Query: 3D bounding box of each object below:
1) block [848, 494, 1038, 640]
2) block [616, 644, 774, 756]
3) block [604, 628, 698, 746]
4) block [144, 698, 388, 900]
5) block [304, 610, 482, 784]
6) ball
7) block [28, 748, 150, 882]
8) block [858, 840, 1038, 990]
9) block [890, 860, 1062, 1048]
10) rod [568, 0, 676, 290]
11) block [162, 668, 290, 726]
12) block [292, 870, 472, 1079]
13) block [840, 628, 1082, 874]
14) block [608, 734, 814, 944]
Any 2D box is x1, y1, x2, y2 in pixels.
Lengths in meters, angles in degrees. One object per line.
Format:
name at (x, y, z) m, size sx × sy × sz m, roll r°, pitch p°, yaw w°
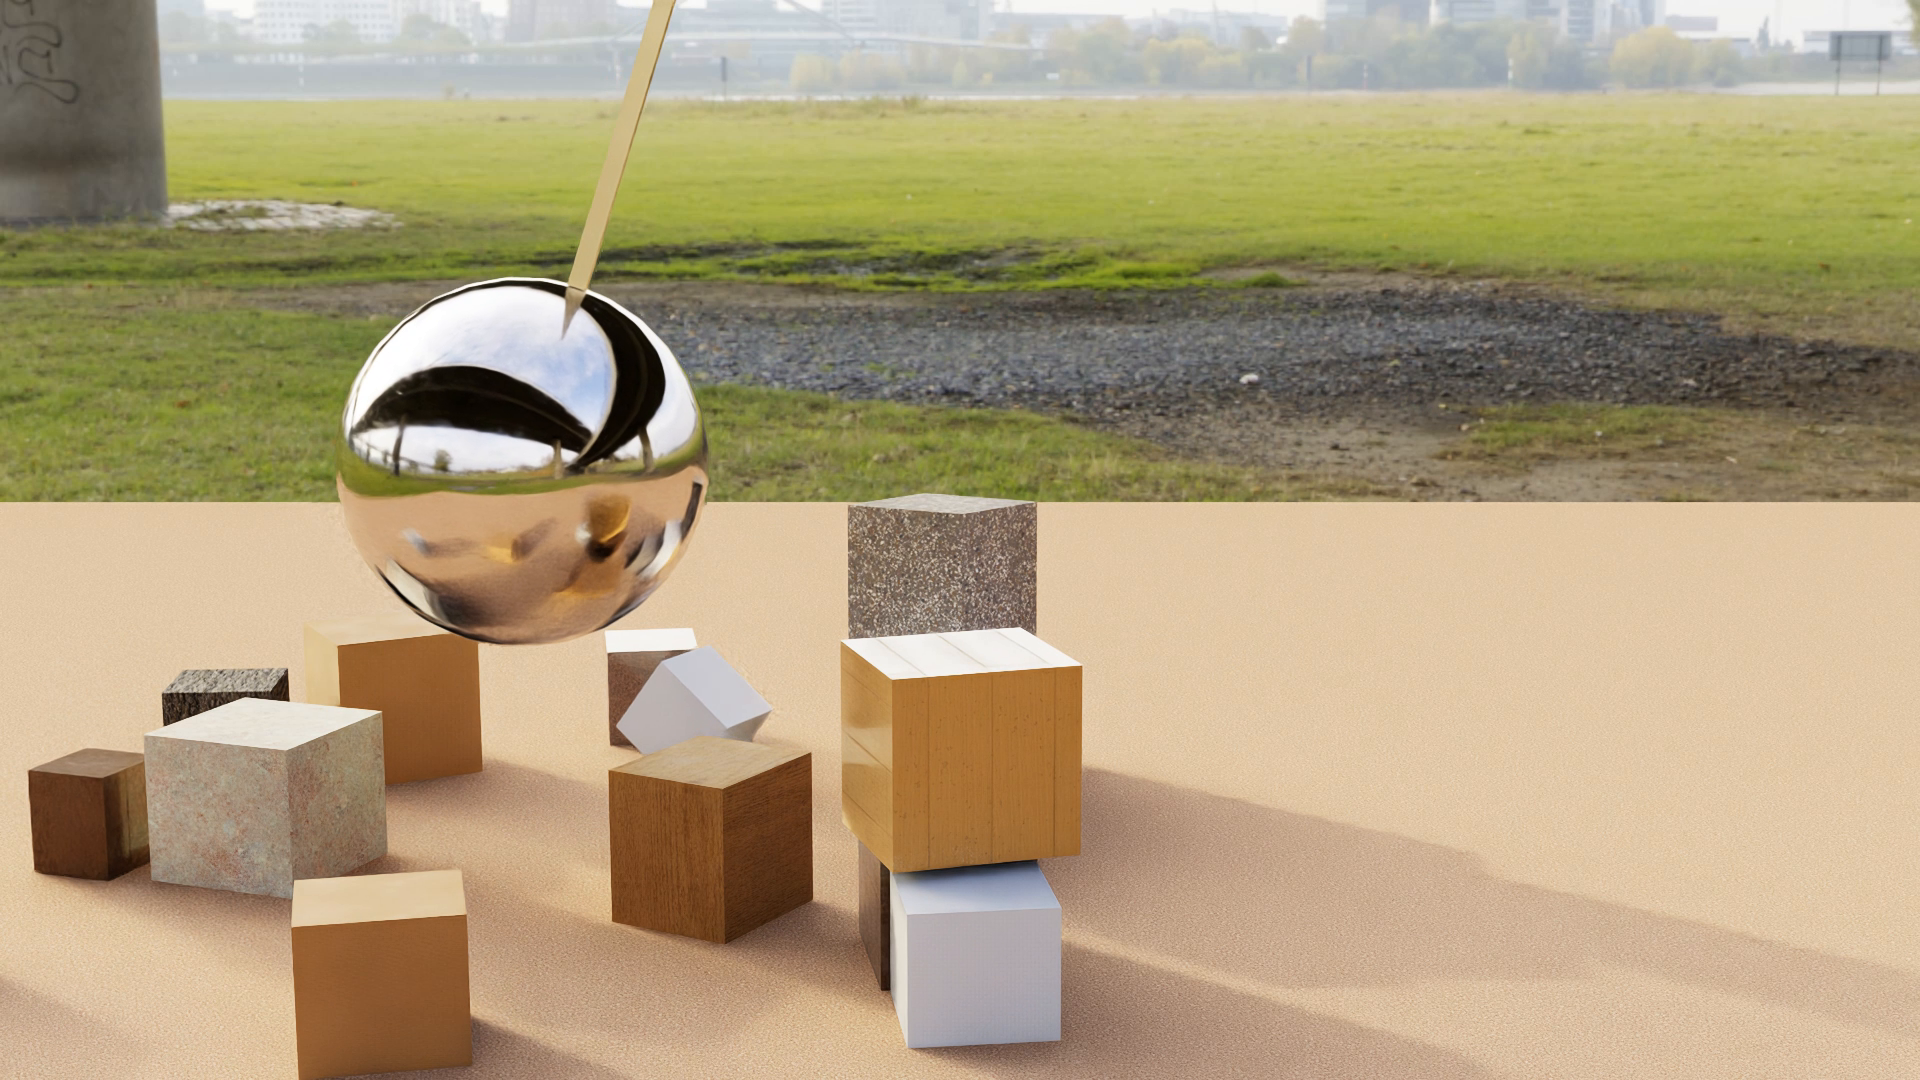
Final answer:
block at (-0.086, 0.165, 12.862) m, size 0.694 × 0.702 × 0.659 m, roll 5°, pitch 9°, yaw 35°
block at (-1.326, 0.890, 12.836) m, size 0.478 × 0.460 × 0.427 m, roll 44°, pitch 26°, yaw 15°
block at (-1.661, 0.786, 13.824) m, size 0.475 × 0.508 × 0.527 m, roll -2°, pitch 10°, yaw -9°
block at (-3.089, 1.138, 11.457) m, size 0.742 × 0.662 × 0.725 m, roll 4°, pitch 11°, yaw 20°
block at (-2.897, 0.800, 13.100) m, size 0.715 × 0.738 × 0.627 m, roll -6°, pitch 12°, yaw -29°
ball at (-1.889, -0.337, 11.119) m, size 1.600 × 1.600 × 1.600 m, roll 0°, pitch 10°, yaw 0°
block at (-3.867, 1.226, 11.505) m, size 0.397 × 0.472 × 0.409 m, roll 4°, pitch 11°, yaw 19°
block at (-0.060, 1.401, 10.292) m, size 0.614 × 0.561 × 0.713 m, roll -2°, pitch 10°, yaw -9°
block at (0.051, 1.546, 9.634) m, size 0.567 × 0.510 × 0.574 m, roll -1°, pitch 10°, yaw -8°
rod at (-0.819, -3.512, 10.542) m, size 0.080 × 5.200 × 0.080 m, roll 18°, pitch 10°, yaw -3°
block at (-3.633, 0.962, 12.748) m, size 0.519 × 0.546 × 0.498 m, roll -1°, pitch 10°, yaw -5°
block at (-2.104, 1.571, 9.338) m, size 0.604 × 0.567 × 0.540 m, roll -2°, pitch 11°, yaw -13°
block at (-0.004, 0.799, 9.961) m, size 0.751 × 0.743 × 0.703 m, roll -3°, pitch 11°, yaw -18°
block at (-1.046, 1.252, 10.846) m, size 0.575 × 0.657 × 0.663 m, roll 6°, pitch 12°, yaw 29°
